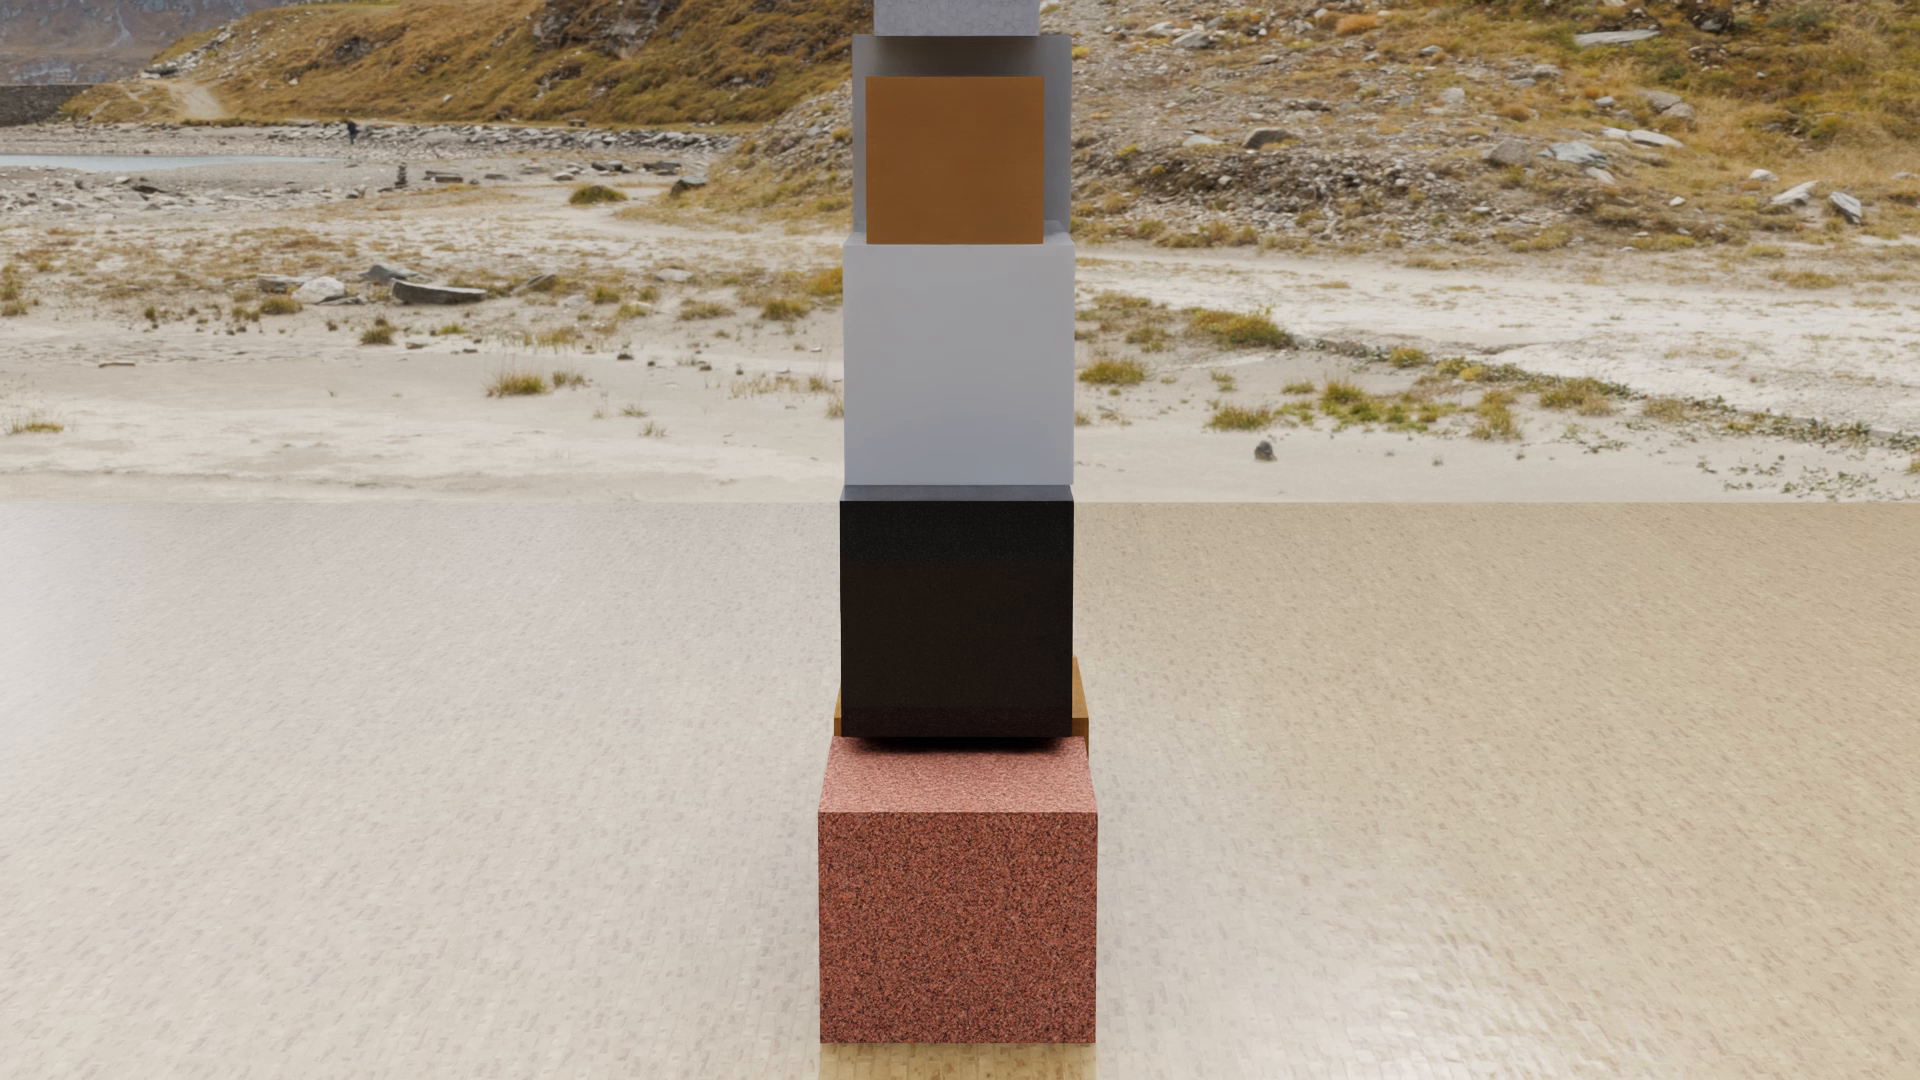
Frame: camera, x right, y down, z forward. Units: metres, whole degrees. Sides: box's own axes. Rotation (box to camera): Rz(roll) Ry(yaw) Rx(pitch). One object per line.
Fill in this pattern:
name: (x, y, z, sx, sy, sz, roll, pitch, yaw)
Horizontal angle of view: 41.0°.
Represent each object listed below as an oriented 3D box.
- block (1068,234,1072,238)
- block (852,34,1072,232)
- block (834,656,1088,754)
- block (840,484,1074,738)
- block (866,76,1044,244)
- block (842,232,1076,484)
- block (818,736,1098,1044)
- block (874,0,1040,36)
block: (0.002, -0.931, 11.459, 0.953, 0.887, 0.910, 0, 10, 0)
block: (0.008, -1.785, 11.294, 0.926, 0.826, 0.865, 0, 8, 0)
block: (0.005, 1.084, 10.940, 1.027, 0.952, 1.096, 0, 10, 0)
block: (-0.013, 0.236, 10.335, 0.901, 0.935, 0.823, 0, 10, 0)
block: (-0.020, -1.558, 10.457, 0.697, 0.650, 0.819, 0, 10, 0)
block: (-0.004, -0.766, 10.574, 0.913, 0.951, 0.886, 0, 10, 0)
block: (-0.008, 1.317, 9.866, 1.011, 0.878, 1.080, 0, 10, 0)
block: (-0.014, -2.452, 10.760, 0.675, 0.649, 0.699, 0, 12, 0)
